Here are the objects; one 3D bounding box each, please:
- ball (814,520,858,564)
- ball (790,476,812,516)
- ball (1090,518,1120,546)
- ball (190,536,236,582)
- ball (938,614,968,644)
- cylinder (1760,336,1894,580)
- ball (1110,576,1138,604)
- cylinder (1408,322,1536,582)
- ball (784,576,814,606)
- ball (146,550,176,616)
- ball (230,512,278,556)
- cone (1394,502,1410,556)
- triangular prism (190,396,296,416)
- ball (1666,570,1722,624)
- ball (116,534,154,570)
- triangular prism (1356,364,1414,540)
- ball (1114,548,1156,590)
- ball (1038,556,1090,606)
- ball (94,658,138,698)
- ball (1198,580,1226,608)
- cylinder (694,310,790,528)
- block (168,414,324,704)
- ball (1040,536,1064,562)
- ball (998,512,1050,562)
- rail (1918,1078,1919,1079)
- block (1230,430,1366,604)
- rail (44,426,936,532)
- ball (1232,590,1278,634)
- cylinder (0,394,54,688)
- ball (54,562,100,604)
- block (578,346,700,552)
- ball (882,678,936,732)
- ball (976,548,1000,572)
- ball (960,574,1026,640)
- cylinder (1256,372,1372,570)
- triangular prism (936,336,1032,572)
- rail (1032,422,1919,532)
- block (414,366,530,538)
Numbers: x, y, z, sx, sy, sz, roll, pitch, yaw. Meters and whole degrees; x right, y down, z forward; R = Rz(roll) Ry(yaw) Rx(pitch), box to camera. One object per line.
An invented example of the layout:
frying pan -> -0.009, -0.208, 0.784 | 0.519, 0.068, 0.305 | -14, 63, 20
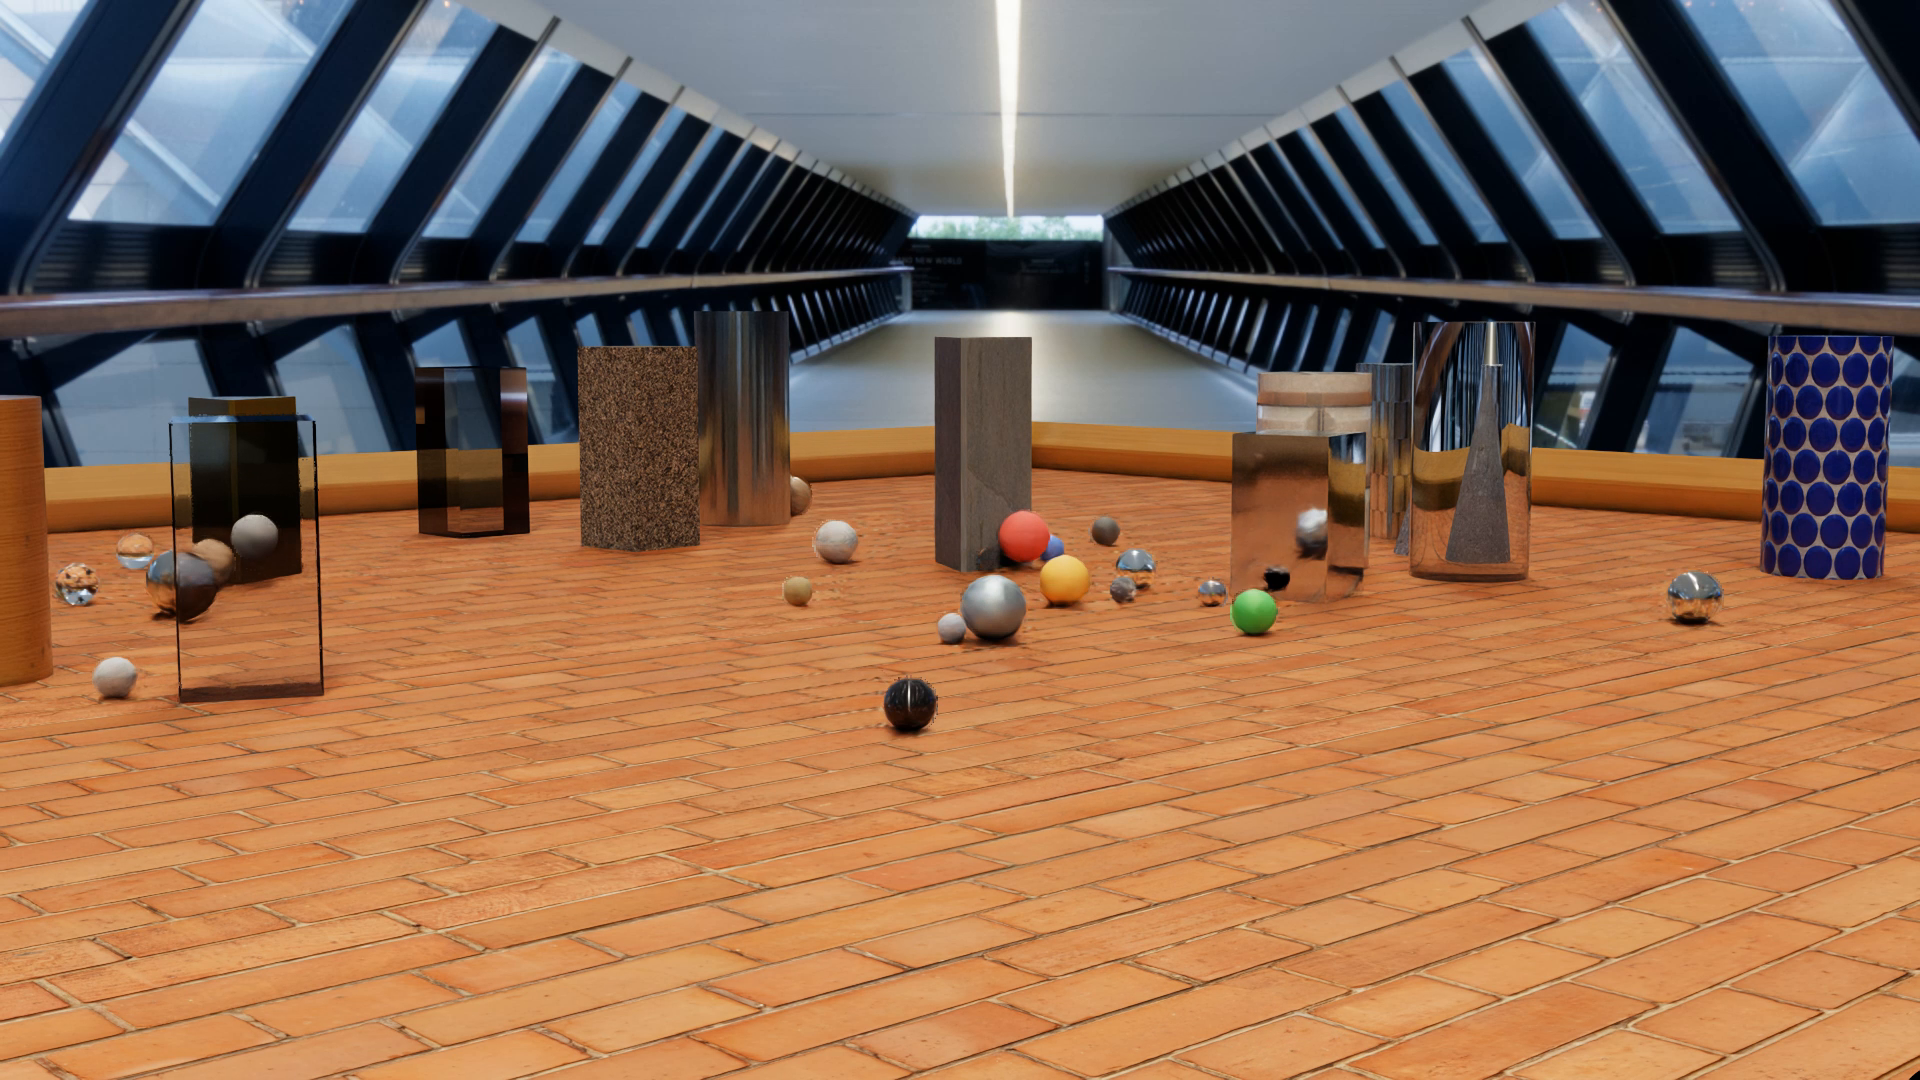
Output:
ball -> -0.218, 0.003, 3.886 | 0.076, 0.076, 0.076 | 0, 6, 0
ball -> -0.367, -0.096, 4.800 | 0.084, 0.084, 0.084 | 0, 6, 0
ball -> 0.276, -0.016, 4.176 | 0.054, 0.054, 0.054 | 0, 6, 0
ball -> -1.230, 0.032, 3.609 | 0.077, 0.077, 0.077 | 0, 6, 0
ball -> -0.011, 0.118, 2.954 | 0.040, 0.040, 0.040 | 0, 6, 0
cylinder -> 1.469, -0.144, 3.730 | 0.198, 0.401, 0.198 | 0, 6, 0
ball -> 0.249, 0.076, 3.349 | 0.042, 0.042, 0.042 | 0, 6, 0
cylinder -> 0.857, -0.151, 3.683 | 0.198, 0.425, 0.198 | 0, 6, 0
ball -> -0.244, 0.077, 3.322 | 0.045, 0.045, 0.045 | 0, 6, 0
ball -> -1.139, 0.061, 3.218 | 0.099, 0.099, 0.099 | 0, 6, 0
ball -> -1.158, -0.010, 3.607 | 0.074, 0.074, 0.074 | 0, 6, 0
cone -> 0.899, -0.148, 4.033 | 0.198, 0.345, 0.198 | 0, 6, 0
triangular prism -> -1.195, -0.093, 3.733 | 0.148, 0.298, 0.171 | -5, 8, -41
ball -> 1.046, 0.082, 3.135 | 0.075, 0.075, 0.075 | 0, 6, 0
ball -> -1.421, 0.020, 3.787 | 0.063, 0.063, 0.063 | 0, 6, 0
triangular prism -> 0.847, -0.180, 4.374 | 0.171, 0.340, 0.148 | -6, 8, -43
ball -> 0.281, 0.047, 3.514 | 0.066, 0.066, 0.066 | 0, 6, 0
ball -> 0.158, 0.062, 3.323 | 0.077, 0.077, 0.077 | 0, 6, 0
ball -> -0.973, 0.159, 2.536 | 0.047, 0.047, 0.047 | 0, 6, 0
ball -> 0.379, 0.081, 3.306 | 0.042, 0.042, 0.042 | 0, 6, 0
cylinder -> -0.456, -0.258, 4.613 | 0.198, 0.443, 0.198 | 0, 6, 0
block -> -0.837, 0.017, 2.582 | 0.158, 0.319, 0.158 | -2, 6, -18
ball -> 0.161, 0.016, 3.893 | 0.048, 0.048, 0.048 | 0, 6, 0
ball -> 0.110, -0.005, 3.786 | 0.088, 0.088, 0.088 | 0, 6, 0
rail -> 1.367, 0.187, 1.858 | 4.325, 0.128, 0.045 | -5, 8, -42
block -> 0.530, -0.041, 3.443 | 0.158, 0.255, 0.158 | 4, 7, 31
rail -> -1.367, -0.120, 4.806 | 4.325, 0.128, 0.045 | -5, 8, -42
ball -> 0.406, 0.099, 3.033 | 0.062, 0.062, 0.062 | 0, 6, 0
cylinder -> -1.209, -0.001, 2.656 | 0.198, 0.340, 0.198 | 0, 6, 0
ball -> -1.340, 0.066, 3.336 | 0.064, 0.064, 0.064 | 0, 6, 0
block -> -0.607, -0.177, 4.158 | 0.158, 0.377, 0.158 | 5, 8, 40
ball -> -0.053, 0.175, 2.333 | 0.057, 0.057, 0.057 | 0, 6, 0
ball -> 0.048, 0.034, 3.760 | 0.040, 0.040, 0.040 | 0, 6, 0
ball -> 0.045, 0.092, 2.974 | 0.089, 0.089, 0.089 | 0, 6, 0
cylinder -> 0.614, -0.121, 3.824 | 0.198, 0.336, 0.198 | 0, 6, 0
triangular prism -> 0.012, -0.155, 3.845 | 0.148, 0.399, 0.171 | 6, 8, 44
rail -> 1.572, -0.117, 4.774 | 0.045, 0.128, 4.080 | -5, 8, -42
block -> -0.975, -0.179, 4.395 | 0.158, 0.332, 0.158 | -6, 8, -44
